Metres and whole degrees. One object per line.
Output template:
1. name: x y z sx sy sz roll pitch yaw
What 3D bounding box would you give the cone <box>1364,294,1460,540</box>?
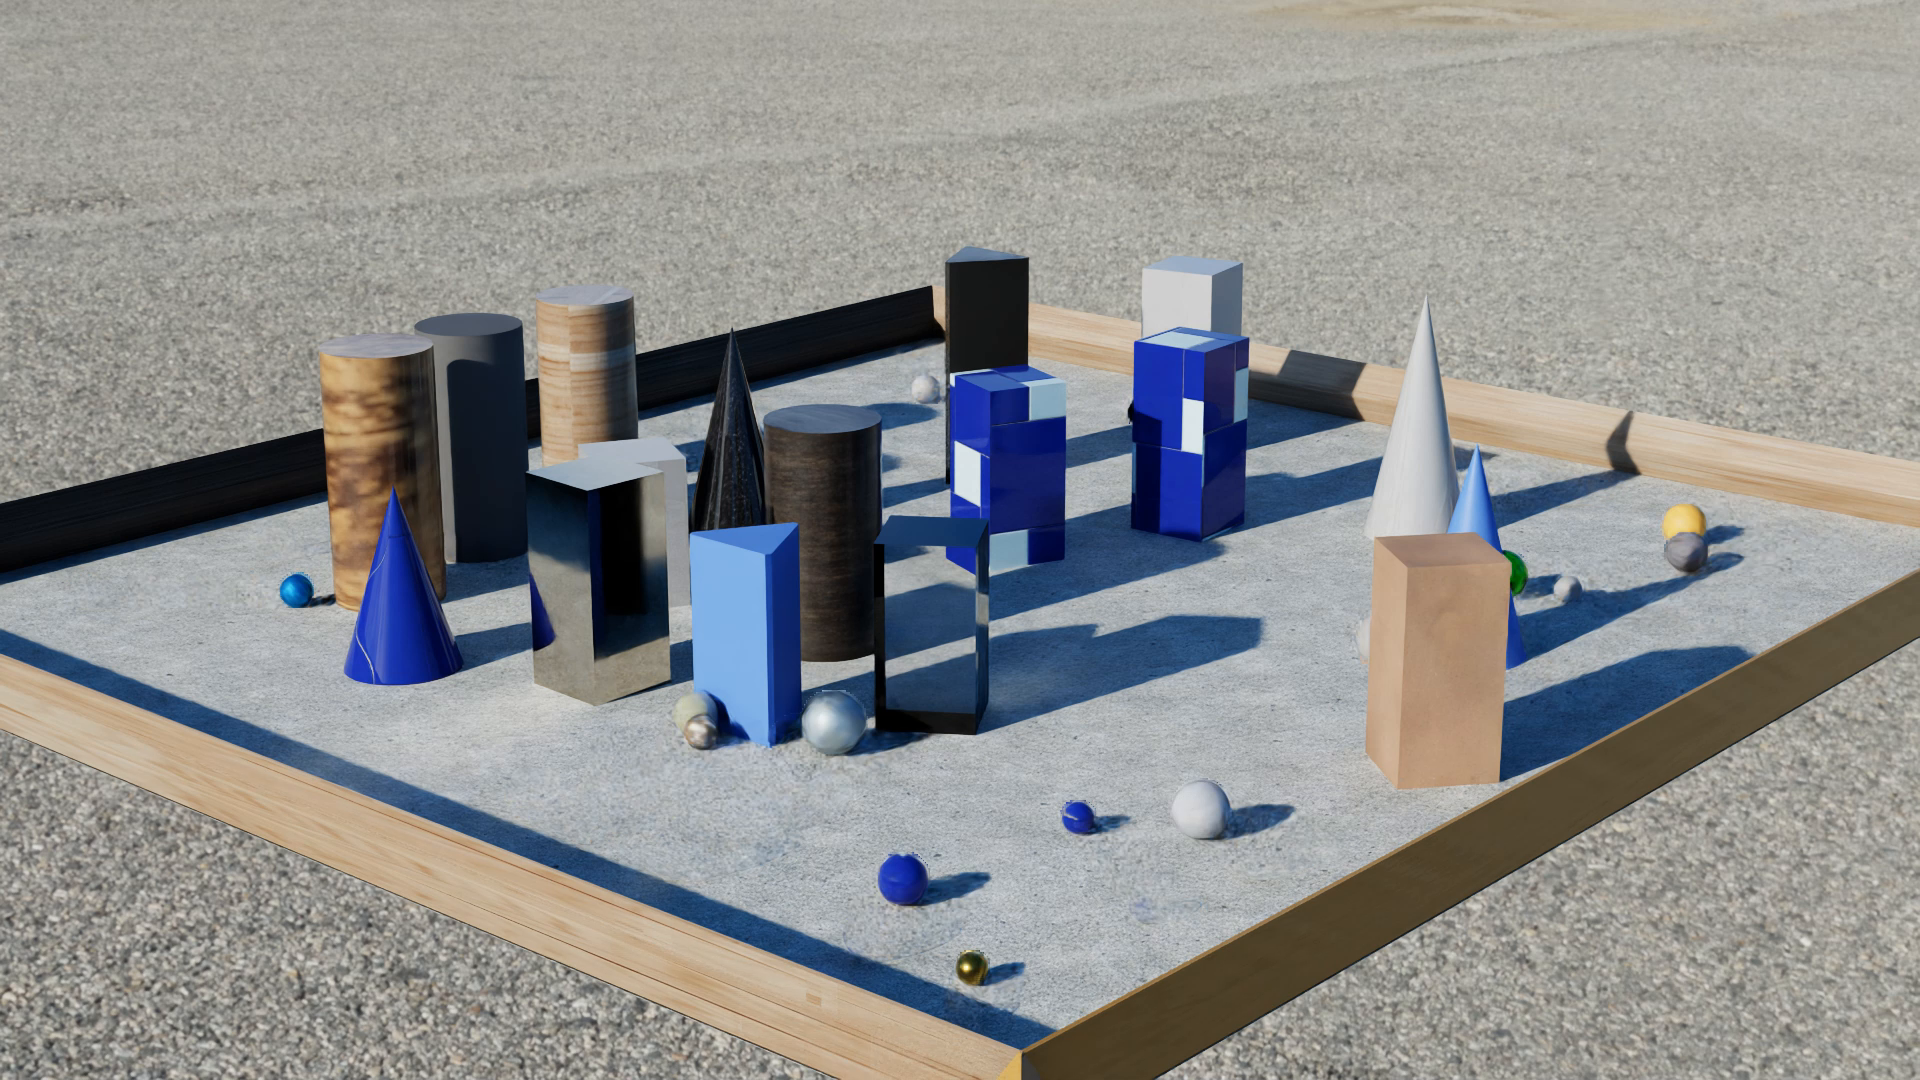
1. cone: 0.852 -0.232 5.419 0.193 0.460 0.193 0 17 0

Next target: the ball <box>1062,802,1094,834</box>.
1. ball: 0.165 0.387 4.082 0.046 0.046 0.046 0 17 0

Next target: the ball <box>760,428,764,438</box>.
1. ball: -0.399 -0.179 5.884 0.089 0.089 0.089 0 17 0

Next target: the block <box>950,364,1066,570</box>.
1. block: 0.086 -0.133 5.311 0.154 0.331 0.154 -9 19 -26

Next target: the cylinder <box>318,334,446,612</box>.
1. cylinder: -0.994 -0.116 5.053 0.193 0.448 0.193 0 17 0

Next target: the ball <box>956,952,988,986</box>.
1. ball: 0.015 0.529 3.620 0.041 0.041 0.041 0 17 0

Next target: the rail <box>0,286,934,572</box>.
1. rail: -1.019 -0.224 5.967 0.045 0.125 2.961 14 22 39

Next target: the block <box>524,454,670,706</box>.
1. block: -0.571 0.061 4.636 0.154 0.350 0.154 16 23 42

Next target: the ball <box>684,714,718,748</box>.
1. ball: -0.389 0.287 4.400 0.051 0.051 0.051 0 17 0

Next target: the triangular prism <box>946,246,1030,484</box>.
1. triangular prism: 0.035 -0.351 5.836 0.167 0.446 0.145 -5 17 -15

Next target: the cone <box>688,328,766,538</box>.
1. cone: -0.418 -0.205 5.436 0.193 0.397 0.193 0 17 0

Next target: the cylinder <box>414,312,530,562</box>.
1. cylinder: -0.885 -0.187 5.338 0.193 0.420 0.193 0 17 0

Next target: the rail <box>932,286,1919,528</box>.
1. rail: 0.955 -0.286 6.173 2.746 0.125 0.045 14 22 39

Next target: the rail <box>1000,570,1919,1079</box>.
1. rail: 1.019 0.287 4.273 0.045 0.125 2.961 14 22 39

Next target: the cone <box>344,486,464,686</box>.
1. cone: -0.905 0.058 4.724 0.193 0.305 0.193 0 17 0

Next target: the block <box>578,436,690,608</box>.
1. block: -0.564 -0.027 5.077 0.154 0.263 0.154 -6 18 -19

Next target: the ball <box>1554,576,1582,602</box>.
1. ball: 1.054 0.085 5.082 0.047 0.047 0.047 0 17 0

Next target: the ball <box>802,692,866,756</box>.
1. ball: -0.189 0.273 4.374 0.095 0.095 0.095 0 17 0

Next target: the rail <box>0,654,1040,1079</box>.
1. rail: -0.955 0.349 4.067 2.746 0.125 0.045 14 22 39

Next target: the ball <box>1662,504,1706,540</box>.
1. ball: 1.335 -0.028 5.402 0.079 0.079 0.079 0 17 0

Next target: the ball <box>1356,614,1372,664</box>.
1. ball: 0.688 0.161 4.743 0.096 0.096 0.096 0 17 0

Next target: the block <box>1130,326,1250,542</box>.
1. block: 0.429 -0.199 5.480 0.154 0.361 0.154 12 21 35

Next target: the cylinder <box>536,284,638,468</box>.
1. cylinder: -0.736 -0.302 5.801 0.193 0.372 0.193 0 17 0

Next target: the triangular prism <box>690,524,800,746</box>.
1. triangular prism: -0.298 0.135 4.472 0.167 0.304 0.145 14 22 39

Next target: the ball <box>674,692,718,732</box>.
1. ball: -0.401 0.264 4.453 0.068 0.068 0.068 0 17 0

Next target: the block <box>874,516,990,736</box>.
1. block: -0.042 0.129 4.499 0.154 0.298 0.154 2 17 8

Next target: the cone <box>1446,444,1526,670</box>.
1. cone: 0.833 0.014 4.774 0.193 0.360 0.193 0 17 0

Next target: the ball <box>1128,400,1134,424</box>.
1. ball: 0.395 -0.268 6.196 0.079 0.079 0.079 0 17 0

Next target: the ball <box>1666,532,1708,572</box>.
1. ball: 1.301 0.021 5.246 0.074 0.074 0.074 0 17 0

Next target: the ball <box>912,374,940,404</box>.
1. ball: -0.074 -0.330 6.426 0.065 0.065 0.065 0 17 0

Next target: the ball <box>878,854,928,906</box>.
1. ball: -0.075 0.446 3.851 0.067 0.067 0.067 0 17 0

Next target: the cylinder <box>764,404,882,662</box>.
1. cylinder: -0.224 -0.013 4.819 0.193 0.386 0.193 0 17 0

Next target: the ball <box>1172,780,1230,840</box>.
1. ball: 0.335 0.374 4.064 0.081 0.081 0.081 0 17 0

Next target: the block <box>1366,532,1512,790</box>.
1. block: 0.696 0.175 4.283 0.154 0.336 0.154 -3 17 -10

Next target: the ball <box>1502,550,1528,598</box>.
1. ball: 0.943 0.060 5.096 0.087 0.087 0.087 0 17 0

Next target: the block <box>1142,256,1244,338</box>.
1. block: 0.475 -0.377 6.029 0.154 0.383 0.154 9 19 28

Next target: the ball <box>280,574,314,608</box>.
1. ball: -1.143 0.088 5.053 0.057 0.057 0.057 0 17 0
